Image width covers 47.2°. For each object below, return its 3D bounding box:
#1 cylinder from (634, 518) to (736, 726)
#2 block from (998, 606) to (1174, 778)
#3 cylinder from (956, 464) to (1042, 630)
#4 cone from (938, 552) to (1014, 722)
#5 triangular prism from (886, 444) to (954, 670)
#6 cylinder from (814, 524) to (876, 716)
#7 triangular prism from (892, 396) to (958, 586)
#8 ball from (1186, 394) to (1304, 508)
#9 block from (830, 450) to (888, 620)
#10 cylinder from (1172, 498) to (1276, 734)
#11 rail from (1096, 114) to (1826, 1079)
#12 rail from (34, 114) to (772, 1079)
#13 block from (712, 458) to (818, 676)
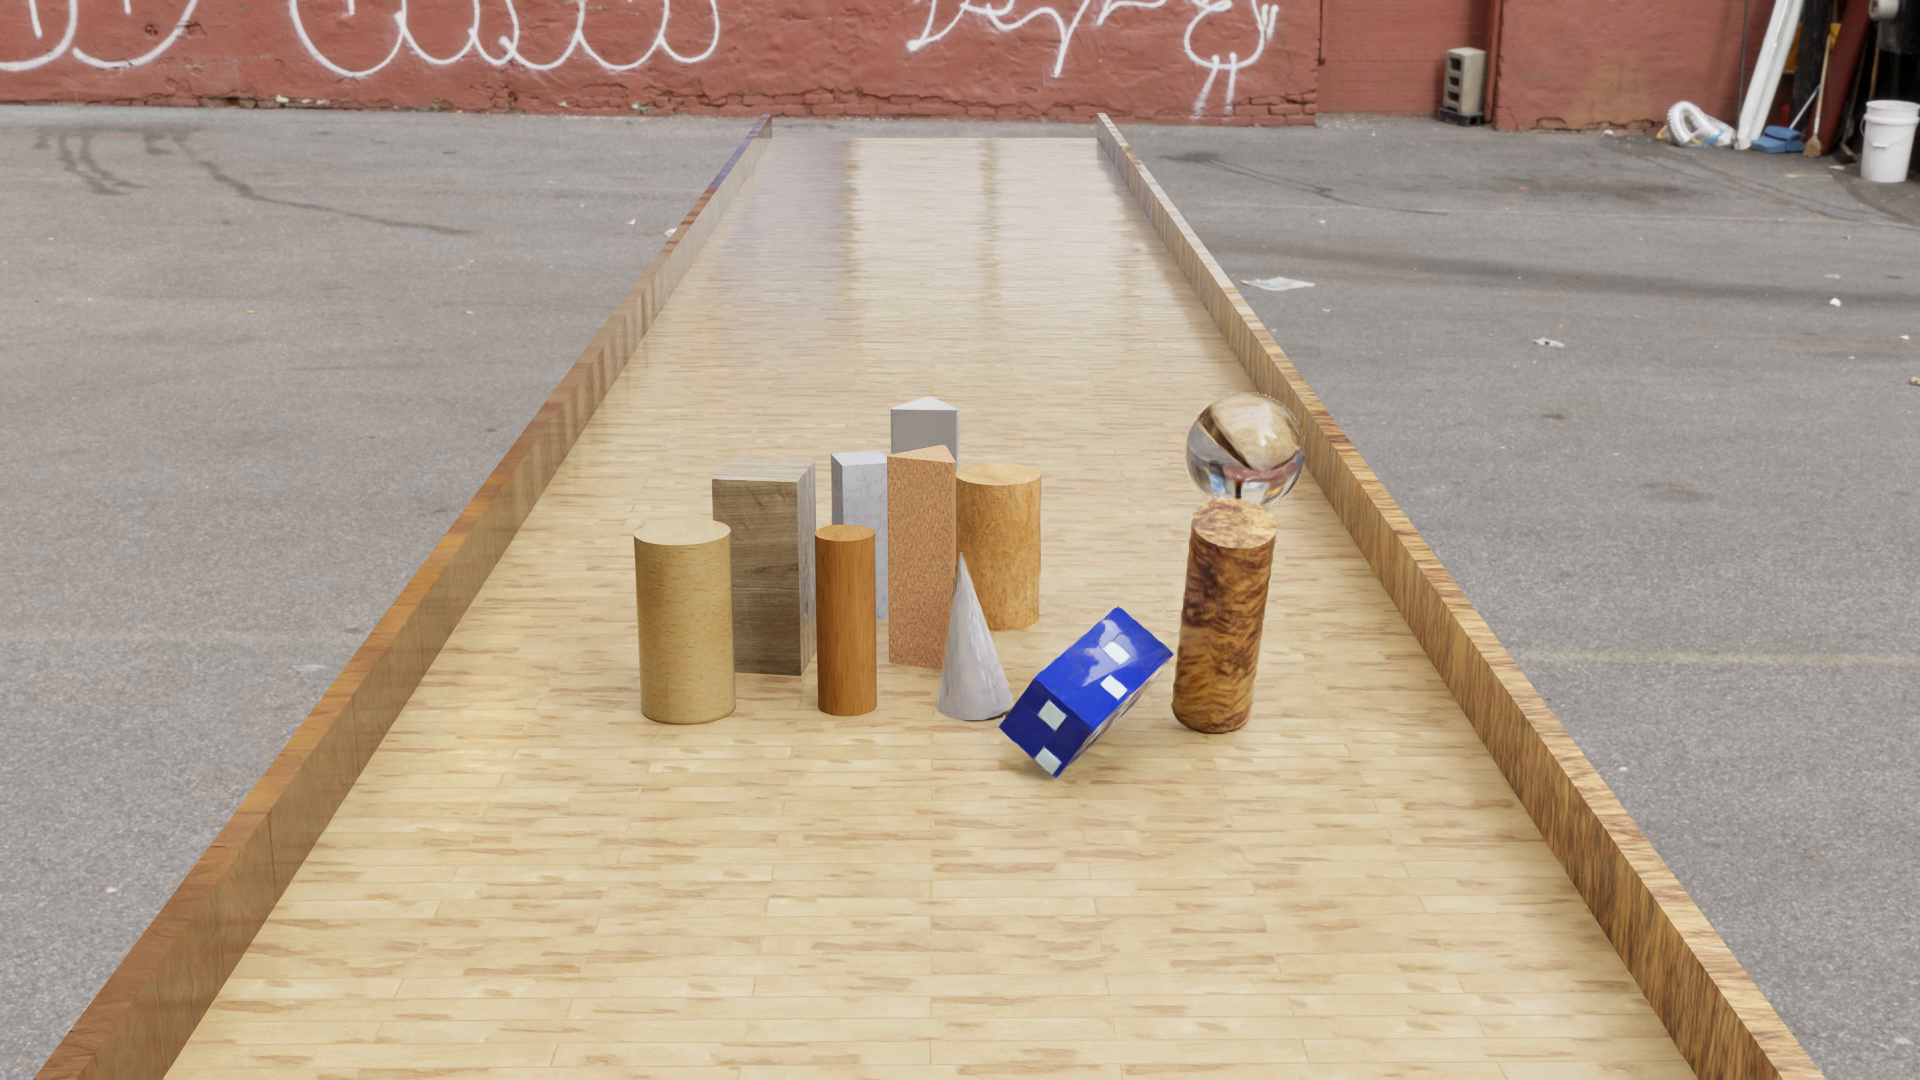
[{"bbox_3d":[-0.513,0.151,4.108,0.178,0.348,0.178,0,17,0],"label":"cylinder"},{"bbox_3d":[0.228,0.266,3.910,0.134,0.134,0.329,41,36,10],"label":"block"},{"bbox_3d":[0.079,0.013,4.631,0.180,0.315,0.180,0,17,0],"label":"cylinder"},{"bbox_3d":[0.015,0.163,4.091,0.145,0.316,0.145,-5,24,2],"label":"cone"},{"bbox_3d":[-0.054,0.032,4.373,0.141,0.426,0.122,6,18,21],"label":"triangular prism"},{"bbox_3d":[-0.213,0.150,4.121,0.112,0.342,0.112,0,17,0],"label":"cylinder"},{"bbox_3d":[-0.072,-0.109,4.889,0.146,0.402,0.126,1,17,4],"label":"triangular prism"},{"bbox_3d":[0.518,-0.159,4.003,0.215,0.215,0.215,0,17,0],"label":"ball"},{"bbox_3d":[-0.207,-0.008,4.652,0.106,0.343,0.106,-5,17,-15],"label":"block"},{"bbox_3d":[0.473,0.141,3.958,0.148,0.429,0.148,1,37,-1],"label":"cylinder"},{"bbox_3d":[0.932,-0.844,7.801,0.050,0.150,12.000,0,17,-1],"label":"rail"},{"bbox_3d":[-1.118,-0.838,7.780,0.050,0.150,12.000,0,17,-1],"label":"rail"},{"bbox_3d":[-0.383,0.051,4.362,0.168,0.395,0.168,2,17,8],"label":"block"}]
